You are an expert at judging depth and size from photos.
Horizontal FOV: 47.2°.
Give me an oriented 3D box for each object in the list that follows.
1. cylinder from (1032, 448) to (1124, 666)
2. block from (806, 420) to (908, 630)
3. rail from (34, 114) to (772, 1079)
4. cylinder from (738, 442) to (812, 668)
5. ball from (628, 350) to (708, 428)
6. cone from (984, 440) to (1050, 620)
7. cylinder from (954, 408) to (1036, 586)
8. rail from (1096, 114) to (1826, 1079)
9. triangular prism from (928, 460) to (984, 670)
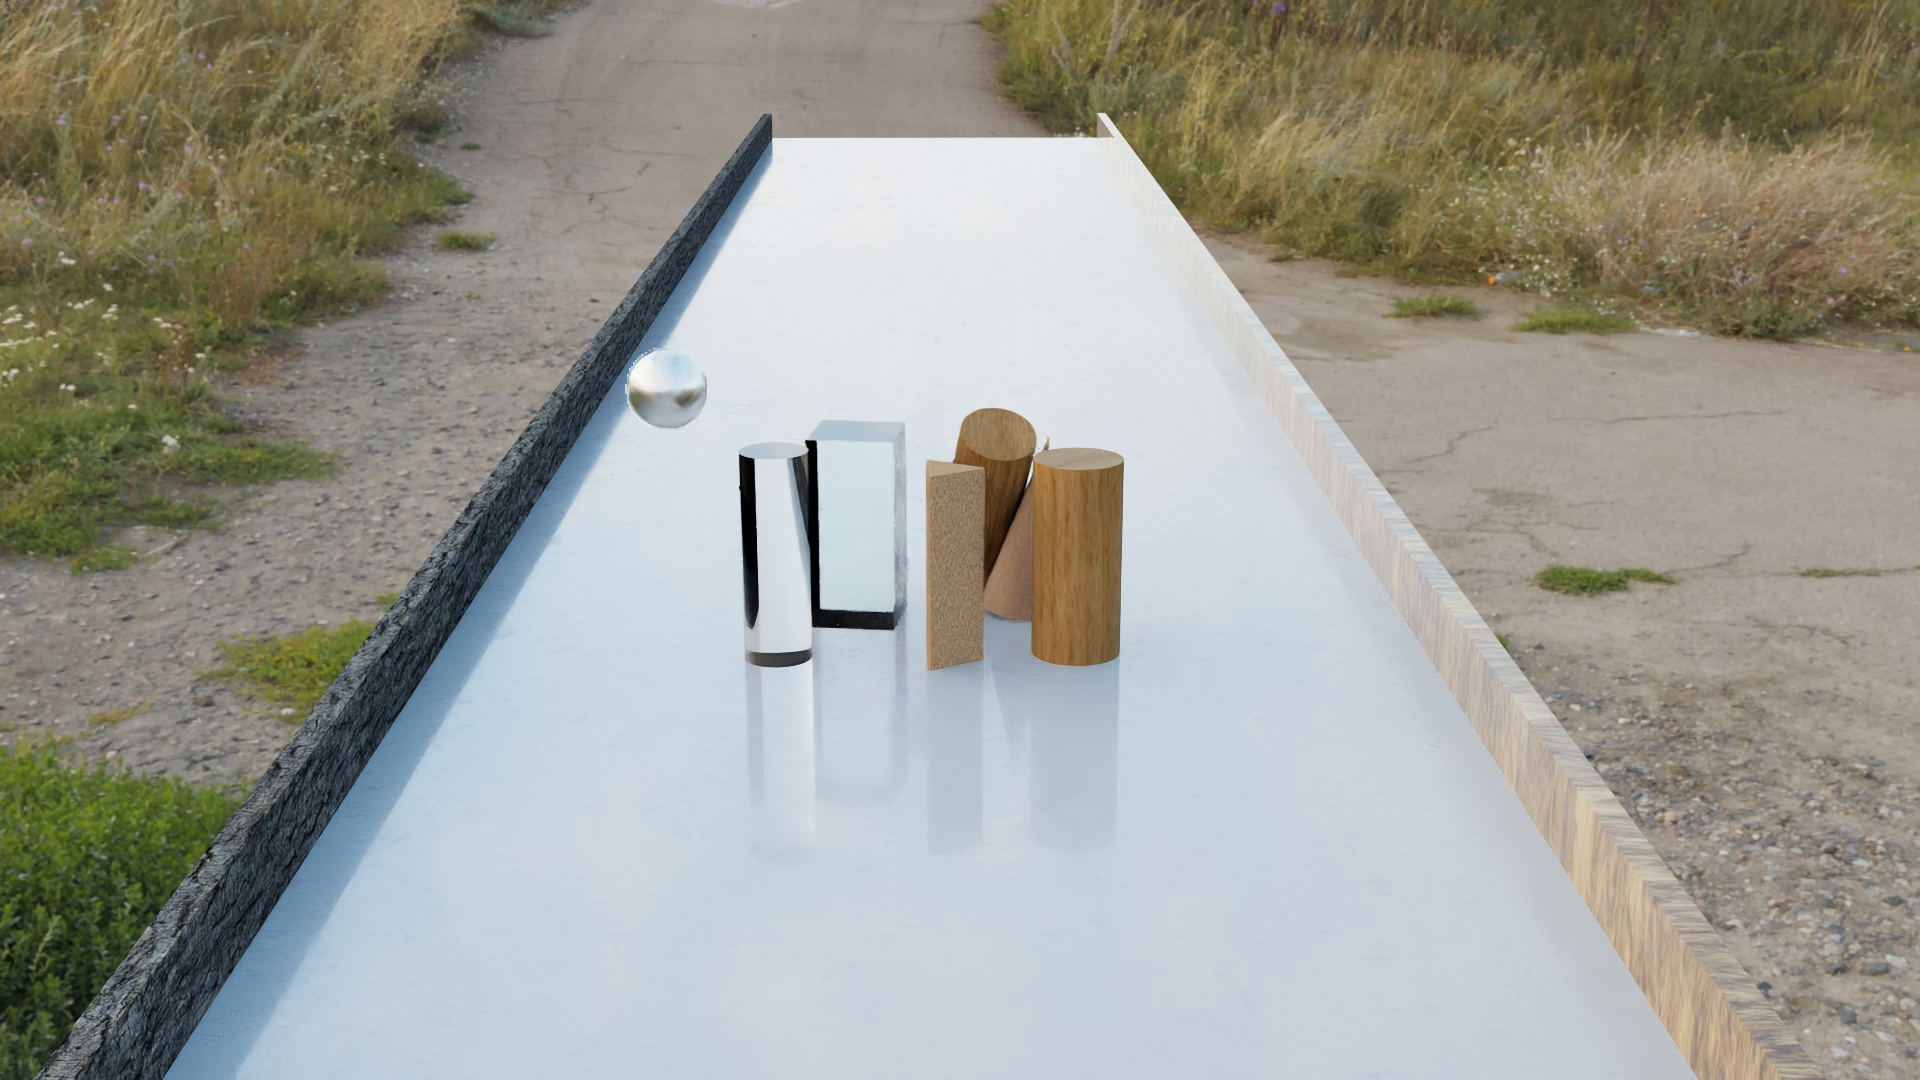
[{"bbox_3d":[0.235,0.032,4.410,0.180,0.404,0.180,0,17,0],"label":"cylinder"},{"bbox_3d":[-0.215,-0.033,4.628,0.179,0.404,0.179,2,17,7],"label":"block"},{"bbox_3d":[-1.118,-0.838,7.780,0.050,0.150,12.000,0,17,-1],"label":"rail"},{"bbox_3d":[-0.366,0.029,4.378,0.137,0.427,0.137,0,17,0],"label":"cylinder"},{"bbox_3d":[-0.625,-0.323,4.712,0.171,0.171,0.171,0,17,0],"label":"ball"},{"bbox_3d":[0.153,-0.040,4.636,0.158,0.391,0.158,9,22,-4],"label":"cone"},{"bbox_3d":[0.048,-0.073,4.693,0.161,0.421,0.161,6,45,-6],"label":"cylinder"},{"bbox_3d":[0.932,-0.844,7.801,0.050,0.150,12.000,0,17,-1],"label":"rail"},{"bbox_3d":[-0.036,0.045,4.378,0.129,0.397,0.111,-10,19,-30],"label":"triangular prism"}]
